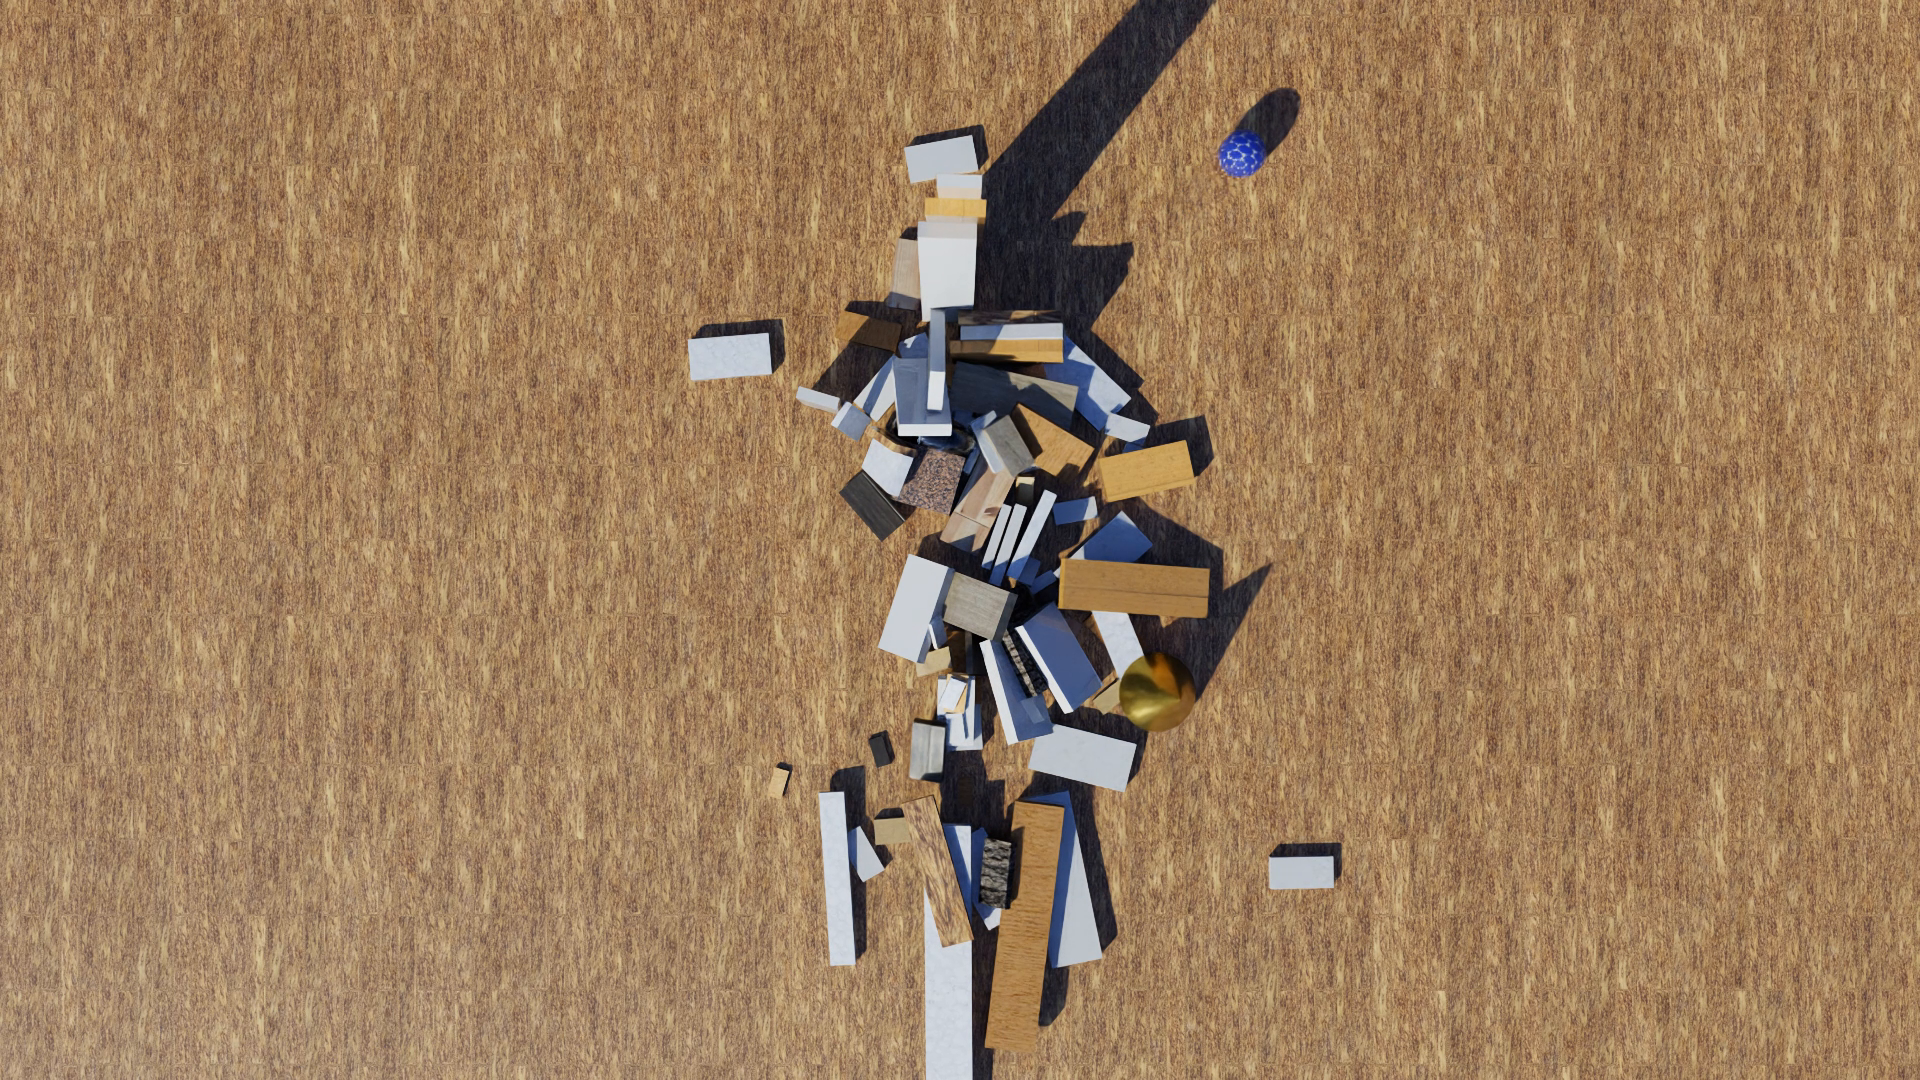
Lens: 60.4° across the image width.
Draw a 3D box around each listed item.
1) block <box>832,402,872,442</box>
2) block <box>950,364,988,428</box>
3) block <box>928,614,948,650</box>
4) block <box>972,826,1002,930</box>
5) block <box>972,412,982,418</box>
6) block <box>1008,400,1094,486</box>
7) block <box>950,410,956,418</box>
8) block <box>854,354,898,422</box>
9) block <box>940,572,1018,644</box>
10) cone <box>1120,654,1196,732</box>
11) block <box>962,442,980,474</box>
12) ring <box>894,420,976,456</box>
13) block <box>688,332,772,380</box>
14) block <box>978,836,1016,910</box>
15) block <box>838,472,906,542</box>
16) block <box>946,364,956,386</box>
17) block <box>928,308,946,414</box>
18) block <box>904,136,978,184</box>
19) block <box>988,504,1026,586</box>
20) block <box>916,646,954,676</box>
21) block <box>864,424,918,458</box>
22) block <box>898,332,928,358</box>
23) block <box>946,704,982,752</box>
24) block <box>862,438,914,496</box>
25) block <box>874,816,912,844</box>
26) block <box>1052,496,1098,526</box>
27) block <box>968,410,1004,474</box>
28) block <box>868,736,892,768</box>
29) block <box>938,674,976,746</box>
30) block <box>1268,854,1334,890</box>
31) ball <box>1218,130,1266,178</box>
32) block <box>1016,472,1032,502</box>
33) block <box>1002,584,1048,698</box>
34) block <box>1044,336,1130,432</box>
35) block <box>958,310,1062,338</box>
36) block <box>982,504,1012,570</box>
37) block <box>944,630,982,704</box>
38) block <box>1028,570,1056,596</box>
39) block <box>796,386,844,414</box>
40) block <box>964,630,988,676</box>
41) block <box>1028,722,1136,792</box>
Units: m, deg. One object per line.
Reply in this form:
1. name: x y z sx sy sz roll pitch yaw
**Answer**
1. block: -0.355 -0.388 5.410 0.026 0.183 0.091 33 90 21
2. block: 0.044 -0.482 5.485 0.103 0.029 0.206 38 90 0
3. block: -0.072 0.301 5.407 0.053 0.015 0.106 -42 134 -34
4. block: 0.086 1.120 5.478 0.153 0.043 0.307 -30 90 0
5. block: 0.116 -0.427 5.463 0.140 0.020 0.070 12 92 -3
6. block: 0.278 -0.318 5.414 0.293 0.042 0.147 30 107 -8
7. block: -0.092 -0.424 5.447 0.140 0.070 0.020 17 113 15
8. block: -0.246 -0.503 5.469 0.103 0.029 0.206 41 97 4
9. block: 0.030 0.207 5.372 0.328 0.046 0.164 20 90 42
10. cone: 0.673 0.503 5.319 0.261 0.261 0.261 0 89 -9
11. block: 0.058 -0.304 5.416 0.026 0.091 0.183 24 90 -1
12. ring: -0.082 -0.345 5.369 0.280 0.280 0.093 16 95 0
13. block: -0.763 -0.608 5.481 0.268 0.038 0.134 -5 90 0
14. block: 0.123 1.092 5.410 0.108 0.031 0.217 6 90 38
15. block: -0.291 -0.111 5.485 0.109 0.031 0.218 -41 90 0
16. block: -0.059 -0.544 5.461 0.140 0.020 0.070 -4 90 0
17. block: -0.076 -0.576 5.276 0.047 0.330 0.165 3 134 -3
18. block: -0.062 -1.266 5.484 0.229 0.032 0.114 -10 90 0
19. block: 0.156 0.016 5.432 0.039 0.136 0.273 19 90 0
20. block: -0.084 0.402 5.451 0.136 0.019 0.068 -18 72 28
21. block: -0.222 -0.319 5.299 0.091 0.183 0.026 12 106 -40
22. block: -0.125 -0.576 5.485 0.103 0.029 0.206 -22 90 0
23. block: 0.009 0.576 5.483 0.120 0.034 0.240 -3 90 0
24. block: -0.237 -0.251 5.362 0.038 0.268 0.134 16 104 -27
25. block: -0.200 0.964 5.488 0.167 0.024 0.084 -5 90 0
26. block: 0.383 -0.097 5.490 0.143 0.020 0.072 -11 91 1
27. block: 0.108 -0.319 5.365 0.092 0.026 0.184 -31 106 -11
28. block: -0.268 0.705 5.493 0.049 0.014 0.097 -18 90 0
29. block: -0.014 0.560 5.406 0.120 0.034 0.240 1 111 -1
30. block: 1.135 1.104 5.485 0.209 0.030 0.104 -1 90 0
31. ball: 0.925 -1.268 5.423 0.154 0.154 0.154 0 90 0
32. block: 0.210 -0.173 5.473 0.050 0.014 0.101 0 114 0
33. block: 0.217 0.330 5.422 0.049 0.171 0.343 -25 90 44
34. block: 0.404 -0.520 5.478 0.305 0.043 0.153 44 90 0
35. block: 0.161 -0.708 5.414 0.334 0.167 0.047 -1 83 0
36. block: 0.119 -0.011 5.446 0.031 0.109 0.218 19 90 0
37. block: 0.009 0.422 5.455 0.120 0.034 0.240 -1 79 0
38. block: 0.273 0.143 5.493 0.096 0.014 0.048 -30 90 0
39. block: -0.451 -0.451 5.366 0.134 0.268 0.038 16 90 0
40. block: 0.067 0.337 5.432 0.109 0.031 0.218 8 76 -43
41. block: 0.405 0.715 5.477 0.329 0.047 0.164 14 90 0
